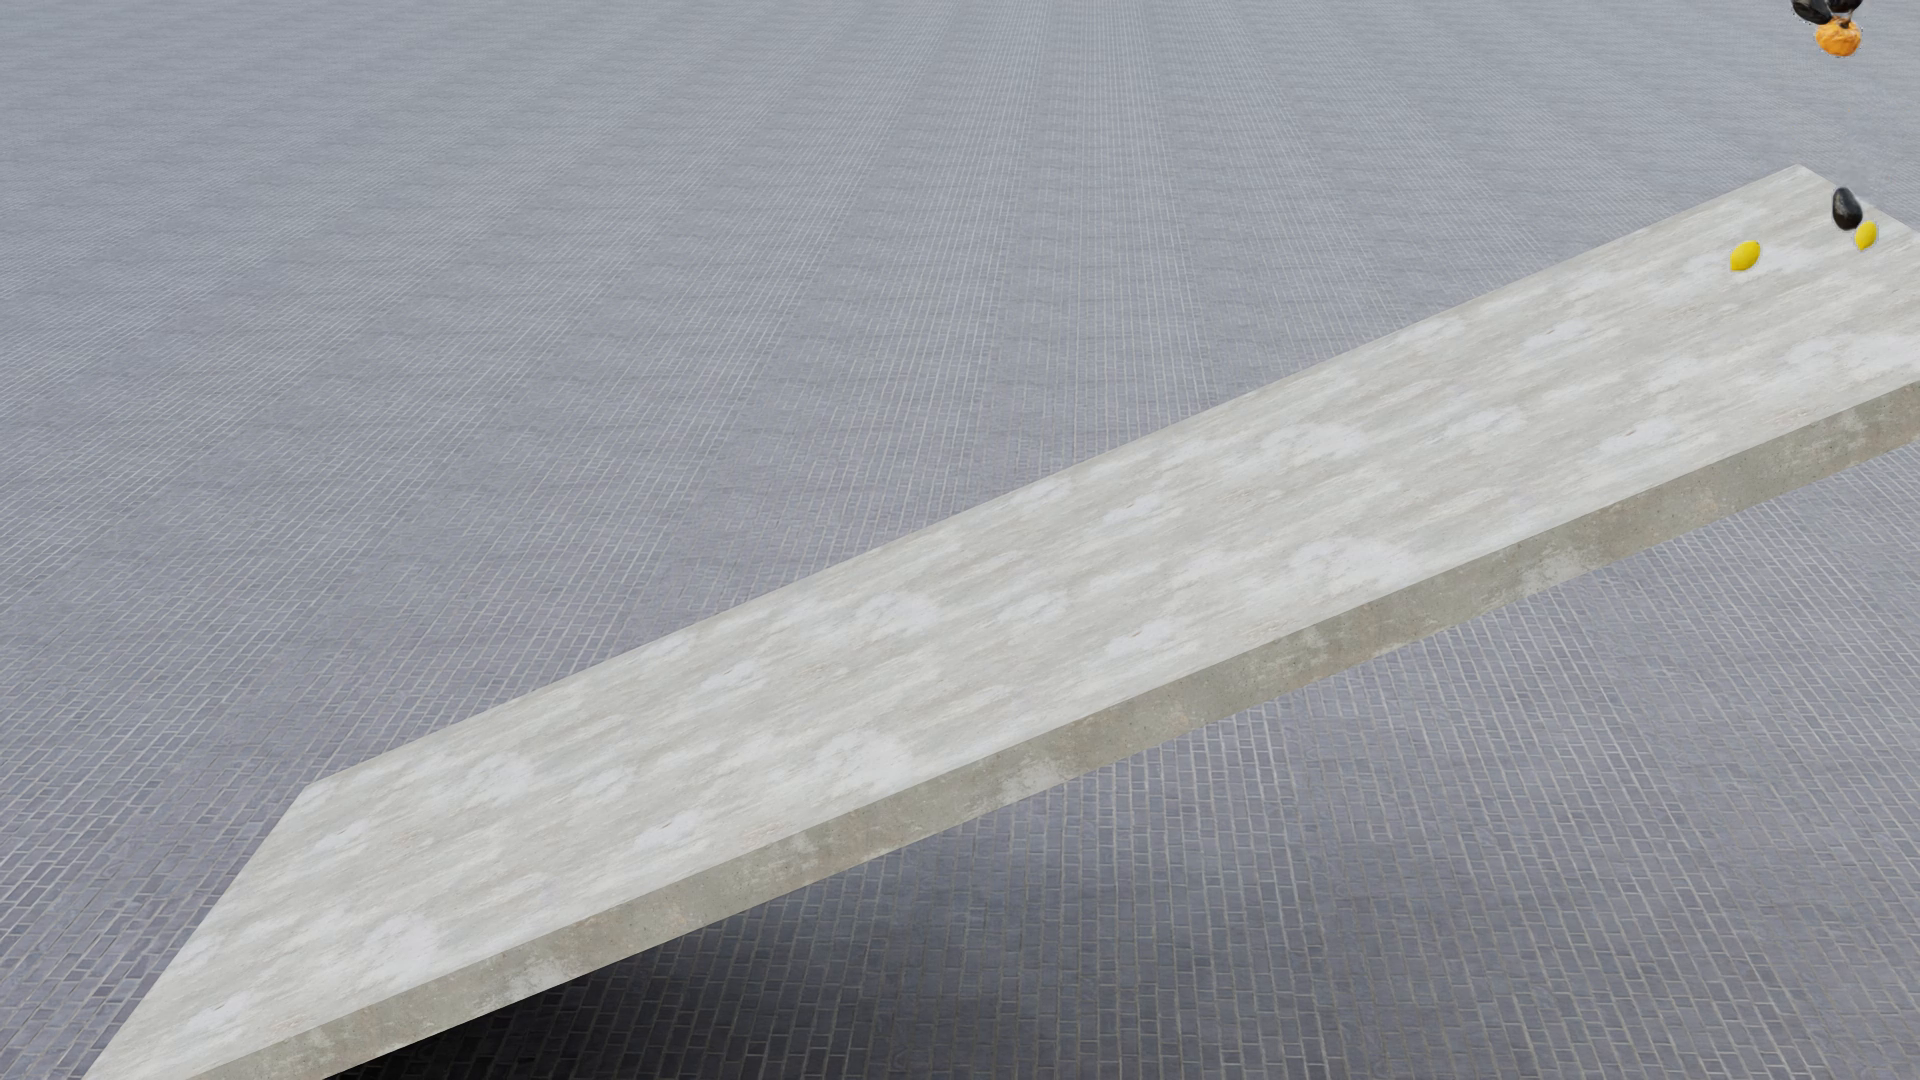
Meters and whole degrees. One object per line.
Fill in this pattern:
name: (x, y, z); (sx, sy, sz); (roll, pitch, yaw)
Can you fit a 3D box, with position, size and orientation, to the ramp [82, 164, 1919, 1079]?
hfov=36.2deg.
ramp: (0.131, 0.170, 6.285); (4.000, 0.100, 2.000); (-23, 13, 8)
